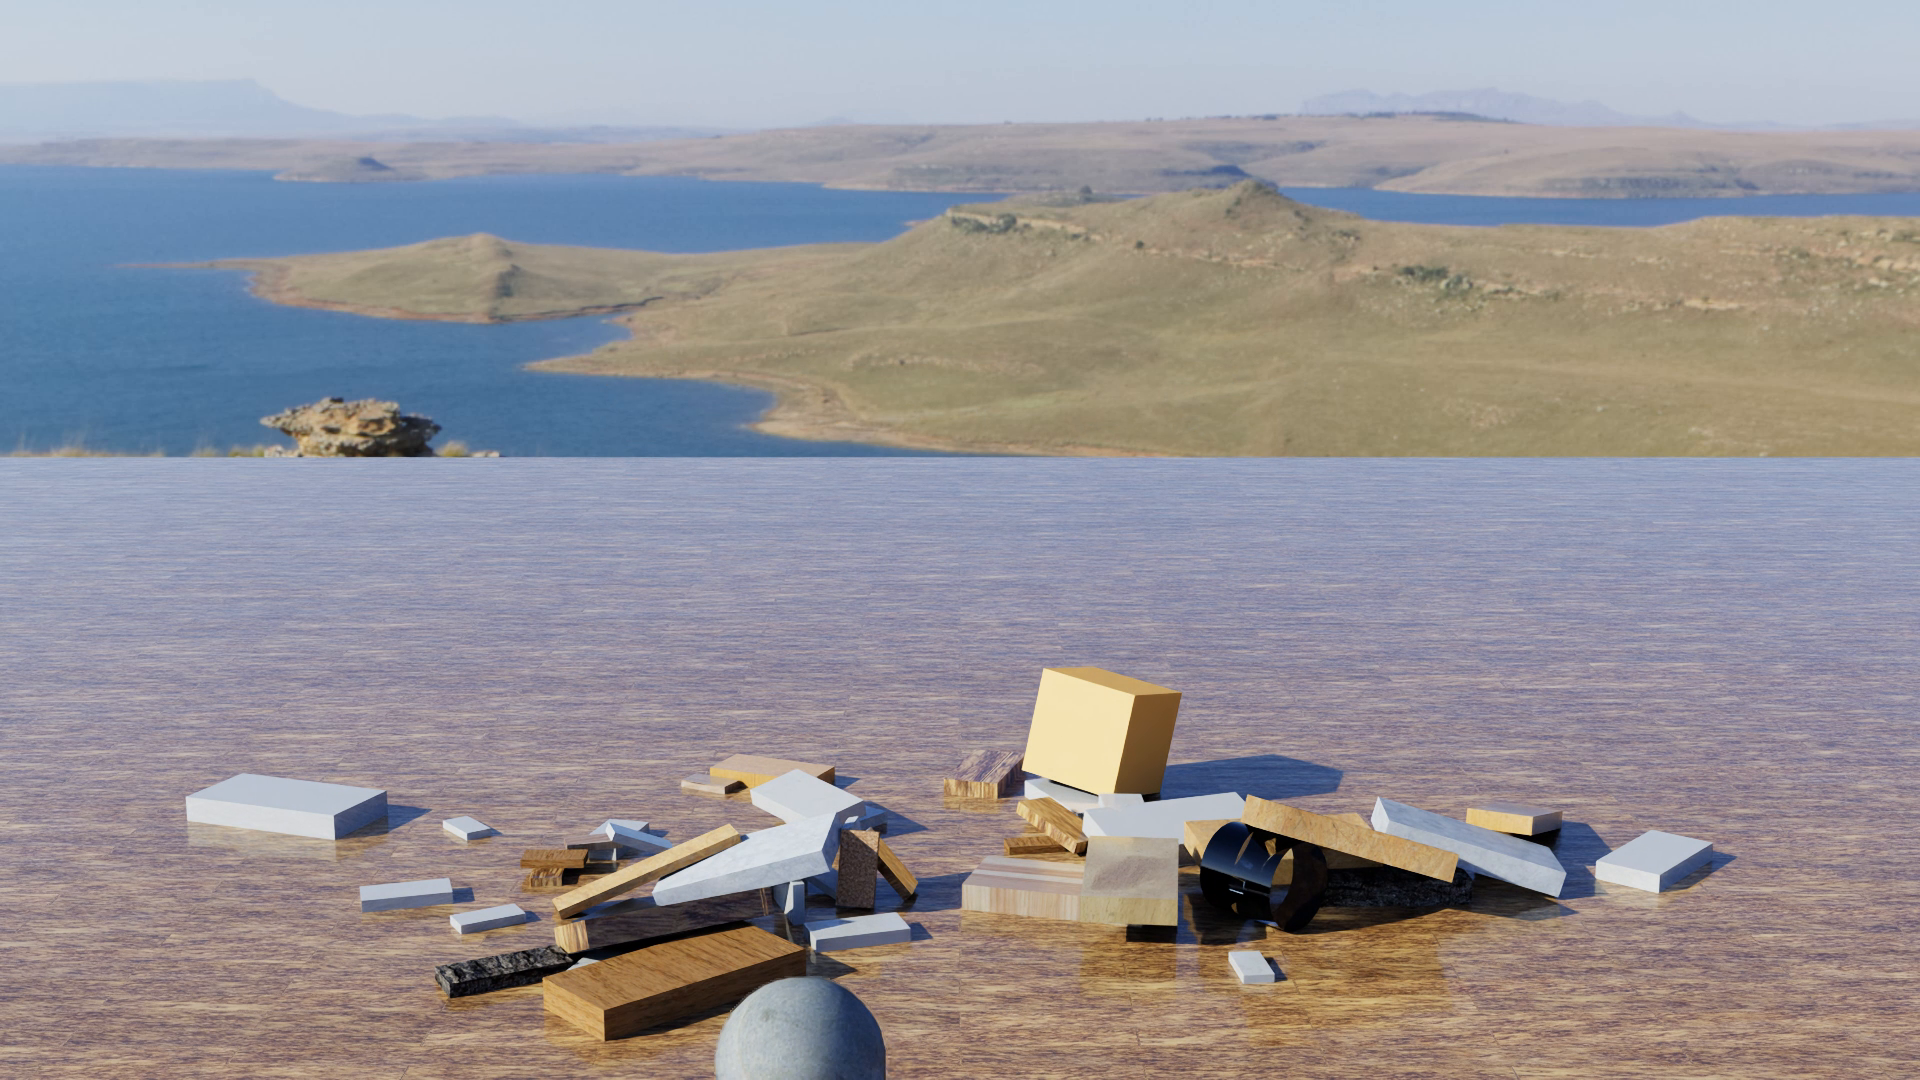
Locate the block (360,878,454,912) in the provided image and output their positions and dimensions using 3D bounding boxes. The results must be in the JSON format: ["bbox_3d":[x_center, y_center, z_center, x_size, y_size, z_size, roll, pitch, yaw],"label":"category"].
[{"bbox_3d":[-0.915,0.586,3.632,0.145,0.021,0.072,-3,11,-17],"label":"block"}]

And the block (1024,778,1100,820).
[{"bbox_3d":[0.220,0.490,4.123,0.112,0.032,0.224,-5,11,-23],"label":"block"}]

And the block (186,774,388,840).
[{"bbox_3d":[-1.245,0.492,4.072,0.324,0.046,0.162,4,11,20],"label":"block"}]

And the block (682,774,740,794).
[{"bbox_3d":[-0.484,0.472,4.264,0.101,0.014,0.050,6,12,28],"label":"block"}]

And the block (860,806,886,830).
[{"bbox_3d":[-0.213,0.506,4.065,0.145,0.021,0.072,9,14,39],"label":"block"}]

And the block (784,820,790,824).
[{"bbox_3d":[-0.290,0.497,4.038,0.072,0.021,0.145,-14,20,-17],"label":"block"}]

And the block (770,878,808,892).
[{"bbox_3d":[-0.324,0.564,3.751,0.077,0.022,0.154,-5,12,-24],"label":"block"}]

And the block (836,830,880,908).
[{"bbox_3d":[-0.167,0.538,3.604,0.062,0.123,0.017,4,-6,6],"label":"block"}]

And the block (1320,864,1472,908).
[{"bbox_3d":[0.685,0.566,3.680,0.304,0.043,0.152,-1,11,-3],"label":"block"}]

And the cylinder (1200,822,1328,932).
[{"bbox_3d":[0.489,0.540,3.541,0.145,0.145,0.145,-9,14,-41],"label":"cylinder"}]

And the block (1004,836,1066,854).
[{"bbox_3d":[0.132,0.541,3.896,0.101,0.014,0.050,-2,11,-10],"label":"block"}]

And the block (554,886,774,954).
[{"bbox_3d":[-0.458,0.589,3.403,0.302,0.043,0.151,-6,-10,-29],"label":"block"}]

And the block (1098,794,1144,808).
[{"bbox_3d":[0.302,0.505,3.967,0.078,0.022,0.156,2,22,-8],"label":"block"}]

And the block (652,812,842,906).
[{"bbox_3d":[-0.345,0.528,3.602,0.296,0.040,0.141,-16,16,12],"label":"block"}]

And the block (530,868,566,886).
[{"bbox_3d":[-0.702,0.566,3.755,0.054,0.015,0.107,-1,11,-4],"label":"block"}]

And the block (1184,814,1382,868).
[{"bbox_3d":[0.546,0.514,3.725,0.304,0.043,0.152,-2,11,-7],"label":"block"}]

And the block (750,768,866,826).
[{"bbox_3d":[-0.278,0.478,4.010,0.107,0.030,0.213,-22,24,-34],"label":"block"}]

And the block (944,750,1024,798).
[{"bbox_3d":[0.051,0.457,4.303,0.107,0.030,0.213,3,11,16],"label":"block"}]

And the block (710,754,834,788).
[{"bbox_3d":[-0.366,0.458,4.297,0.218,0.030,0.107,5,11,24],"label":"block"}]

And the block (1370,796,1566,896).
[{"bbox_3d":[0.855,0.516,3.710,0.304,0.043,0.152,16,9,1],"label":"block"}]

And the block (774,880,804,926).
[{"bbox_3d":[-0.279,0.572,3.582,0.019,0.068,0.136,-3,11,-18],"label":"block"}]

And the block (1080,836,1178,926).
[{"bbox_3d":[0.277,0.547,3.552,0.150,0.042,0.300,1,11,6],"label":"block"}]

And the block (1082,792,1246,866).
[{"bbox_3d":[0.384,0.514,3.877,0.300,0.042,0.150,-4,23,-21],"label":"block"}]

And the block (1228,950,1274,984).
[{"bbox_3d":[0.441,0.646,3.329,0.048,0.014,0.095,-1,11,-6],"label":"block"}]

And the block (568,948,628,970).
[{"bbox_3d":[-0.551,0.647,3.317,0.058,0.016,0.115,3,11,16],"label":"block"}]

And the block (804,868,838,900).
[{"bbox_3d":[-0.224,0.567,3.683,0.101,0.014,0.050,27,25,36],"label":"block"}]

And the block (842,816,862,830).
[{"bbox_3d":[-0.170,0.528,3.660,0.017,0.123,0.062,-10,9,10],"label":"block"}]

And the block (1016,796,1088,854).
[{"bbox_3d":[0.181,0.508,3.925,0.078,0.022,0.156,-3,25,-43],"label":"block"}]

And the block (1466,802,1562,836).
[{"bbox_3d":[0.987,0.495,3.907,0.112,0.032,0.292,5,-2,25],"label":"block"}]

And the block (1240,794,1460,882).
[{"bbox_3d":[0.626,0.481,3.556,0.324,0.046,0.162,16,-4,1],"label":"block"}]

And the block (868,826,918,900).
[{"bbox_3d":[-0.121,0.538,3.660,0.017,0.123,0.062,-40,2,13],"label":"block"}]

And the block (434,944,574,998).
[{"bbox_3d":[-0.684,0.647,3.302,0.189,0.022,0.078,-6,12,-28],"label":"block"}]

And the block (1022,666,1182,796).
[{"bbox_3d":[0.271,0.364,4.190,0.198,0.198,0.198,15,6,31],"label":"block"}]

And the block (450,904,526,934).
[{"bbox_3d":[-0.757,0.608,3.530,0.107,0.015,0.054,-6,12,-30],"label":"block"}]

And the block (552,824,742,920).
[{"bbox_3d":[-0.515,0.544,3.617,0.317,0.016,0.058,-22,17,-17],"label":"block"}]

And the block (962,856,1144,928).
[{"bbox_3d":[0.168,0.577,3.621,0.300,0.042,0.150,3,11,16],"label":"block"}]

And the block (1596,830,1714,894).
[{"bbox_3d":[1.197,0.552,3.787,0.112,0.032,0.224,9,14,40],"label":"block"}]

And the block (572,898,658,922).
[{"bbox_3d":[-0.548,0.608,3.521,0.068,0.019,0.136,8,13,36],"label":"block"}]

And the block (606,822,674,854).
[{"bbox_3d":[-0.559,0.526,3.847,0.115,0.016,0.058,20,4,-22],"label":"block"}]

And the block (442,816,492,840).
[{"bbox_3d":[-0.895,0.523,3.993,0.048,0.014,0.095,-8,13,-38],"label":"block"}]

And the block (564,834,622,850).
[{"bbox_3d":[-0.641,0.529,3.844,0.095,0.014,0.048,-3,11,-16],"label":"block"}]

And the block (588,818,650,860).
[{"bbox_3d":[-0.618,0.533,3.917,0.077,0.022,0.154,3,11,14],"label":"block"}]

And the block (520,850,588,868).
[{"bbox_3d":[-0.696,0.547,3.775,0.107,0.015,0.054,0,11,-1],"label":"block"}]

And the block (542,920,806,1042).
[{"bbox_3d":[-0.418,0.646,3.244,0.355,0.046,0.162,-9,14,-41],"label":"block"}]

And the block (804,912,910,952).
[{"bbox_3d":[-0.162,0.617,3.461,0.154,0.022,0.077,-4,11,-18],"label":"block"}]

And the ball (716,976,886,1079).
[{"bbox_3d":[-0.198,0.653,2.743,0.214,0.214,0.214,0,11,0],"label":"ball"}]
